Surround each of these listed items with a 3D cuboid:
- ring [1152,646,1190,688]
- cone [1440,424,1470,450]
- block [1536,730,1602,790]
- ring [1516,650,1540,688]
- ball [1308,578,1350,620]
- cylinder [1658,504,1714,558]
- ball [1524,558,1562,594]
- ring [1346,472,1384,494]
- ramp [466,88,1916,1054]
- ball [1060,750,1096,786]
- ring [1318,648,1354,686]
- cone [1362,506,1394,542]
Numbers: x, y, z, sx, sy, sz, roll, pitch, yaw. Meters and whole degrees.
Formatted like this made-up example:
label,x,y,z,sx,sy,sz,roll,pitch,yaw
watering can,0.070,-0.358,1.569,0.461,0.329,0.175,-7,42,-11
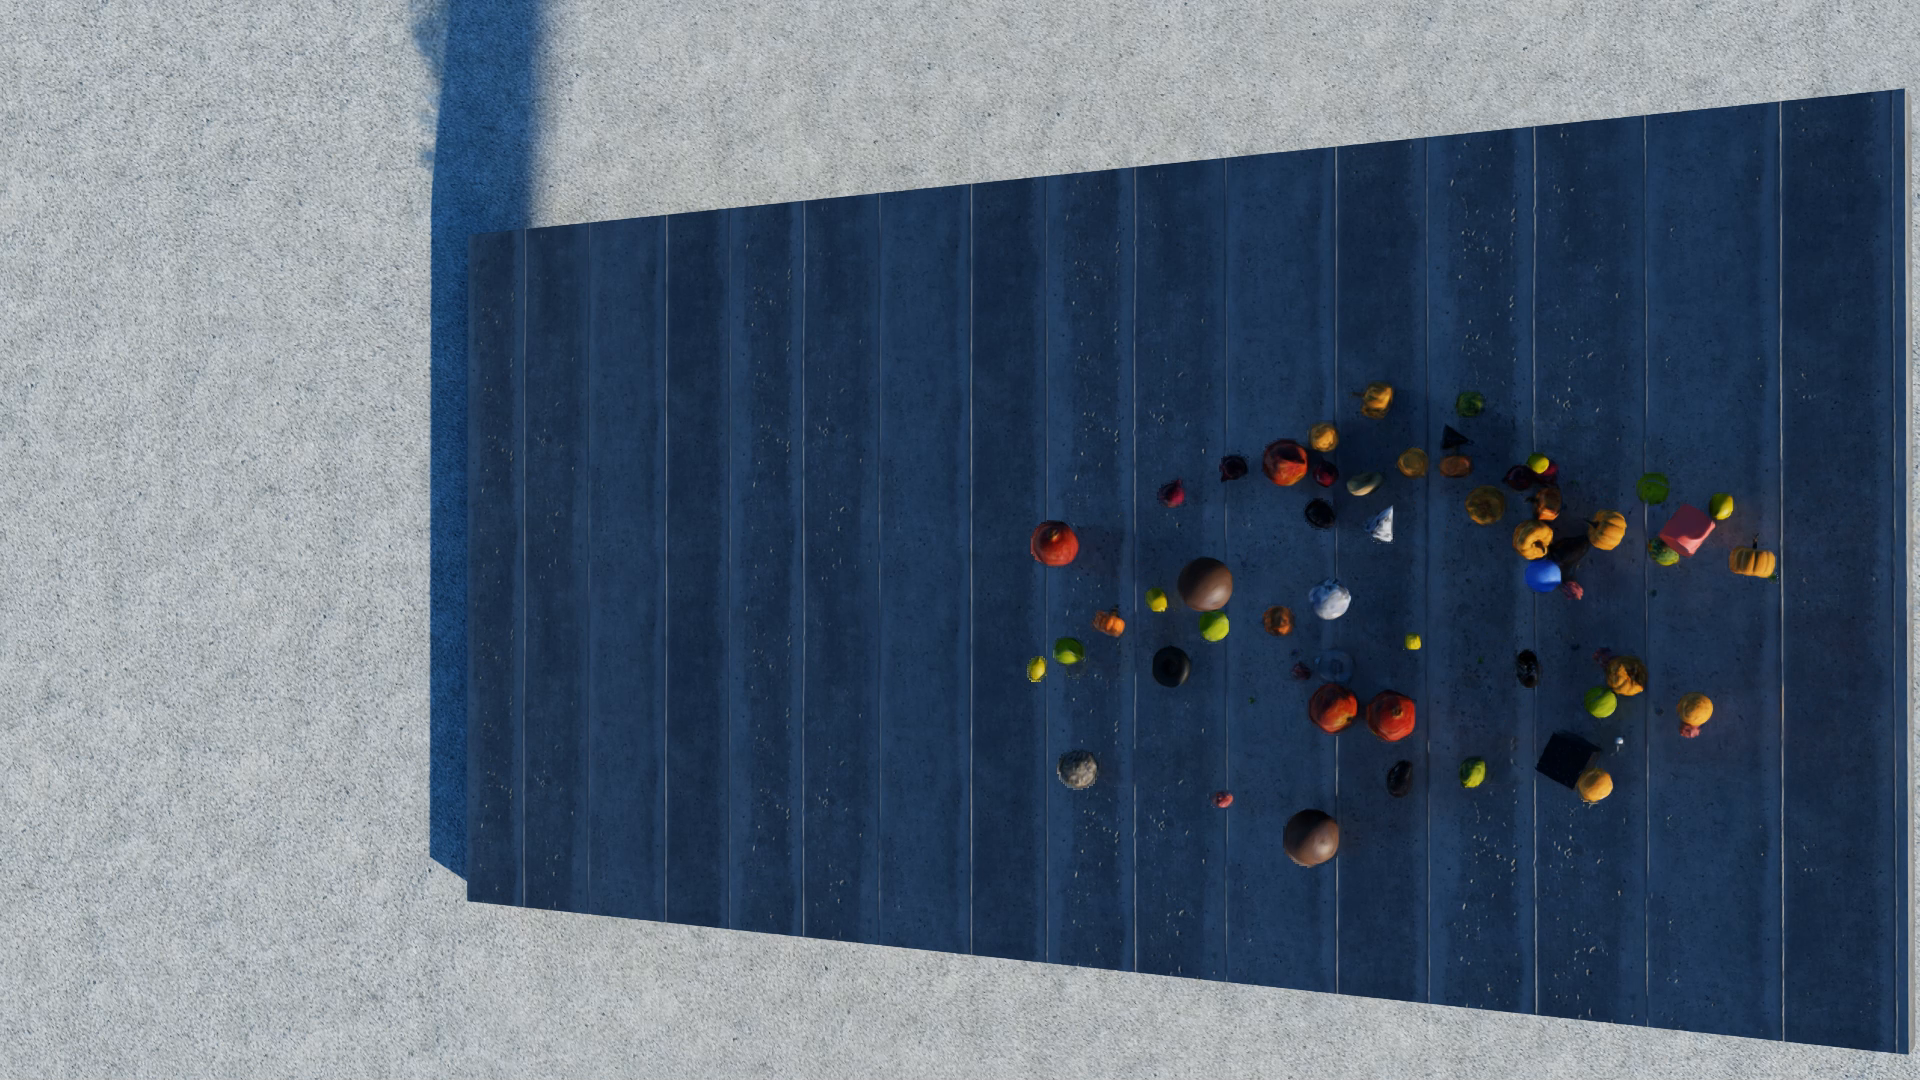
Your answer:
label,x,y,z,sx,sy,sz,roll,pitch,yaw
ring,0.517,0.311,5.387,0.102,0.034,0.102,1,92,34
cone,1.136,-0.230,5.028,0.061,0.061,0.061,9,89,4
block,1.346,0.485,4.858,0.093,0.093,0.093,30,104,28
ring,1.268,0.288,4.909,0.029,0.086,0.086,-6,89,-10
ball,0.800,0.128,4.762,0.089,0.089,0.089,0,89,0
cylinder,1.555,-0.021,4.706,0.082,0.082,0.082,39,87,0
ball,1.299,0.079,4.898,0.079,0.079,0.079,0,89,0
ring,0.942,-0.132,5.109,0.089,0.089,0.030,-21,110,0
ramp,0.267,0.074,5.617,4.000,0.100,2.000,0,89,31
ball,0.294,0.569,5.484,0.093,0.093,0.093,0,89,0
ring,0.885,0.298,5.171,0.088,0.029,0.088,-2,87,31
cone,0.966,-0.050,4.993,0.077,0.077,0.077,27,122,0
